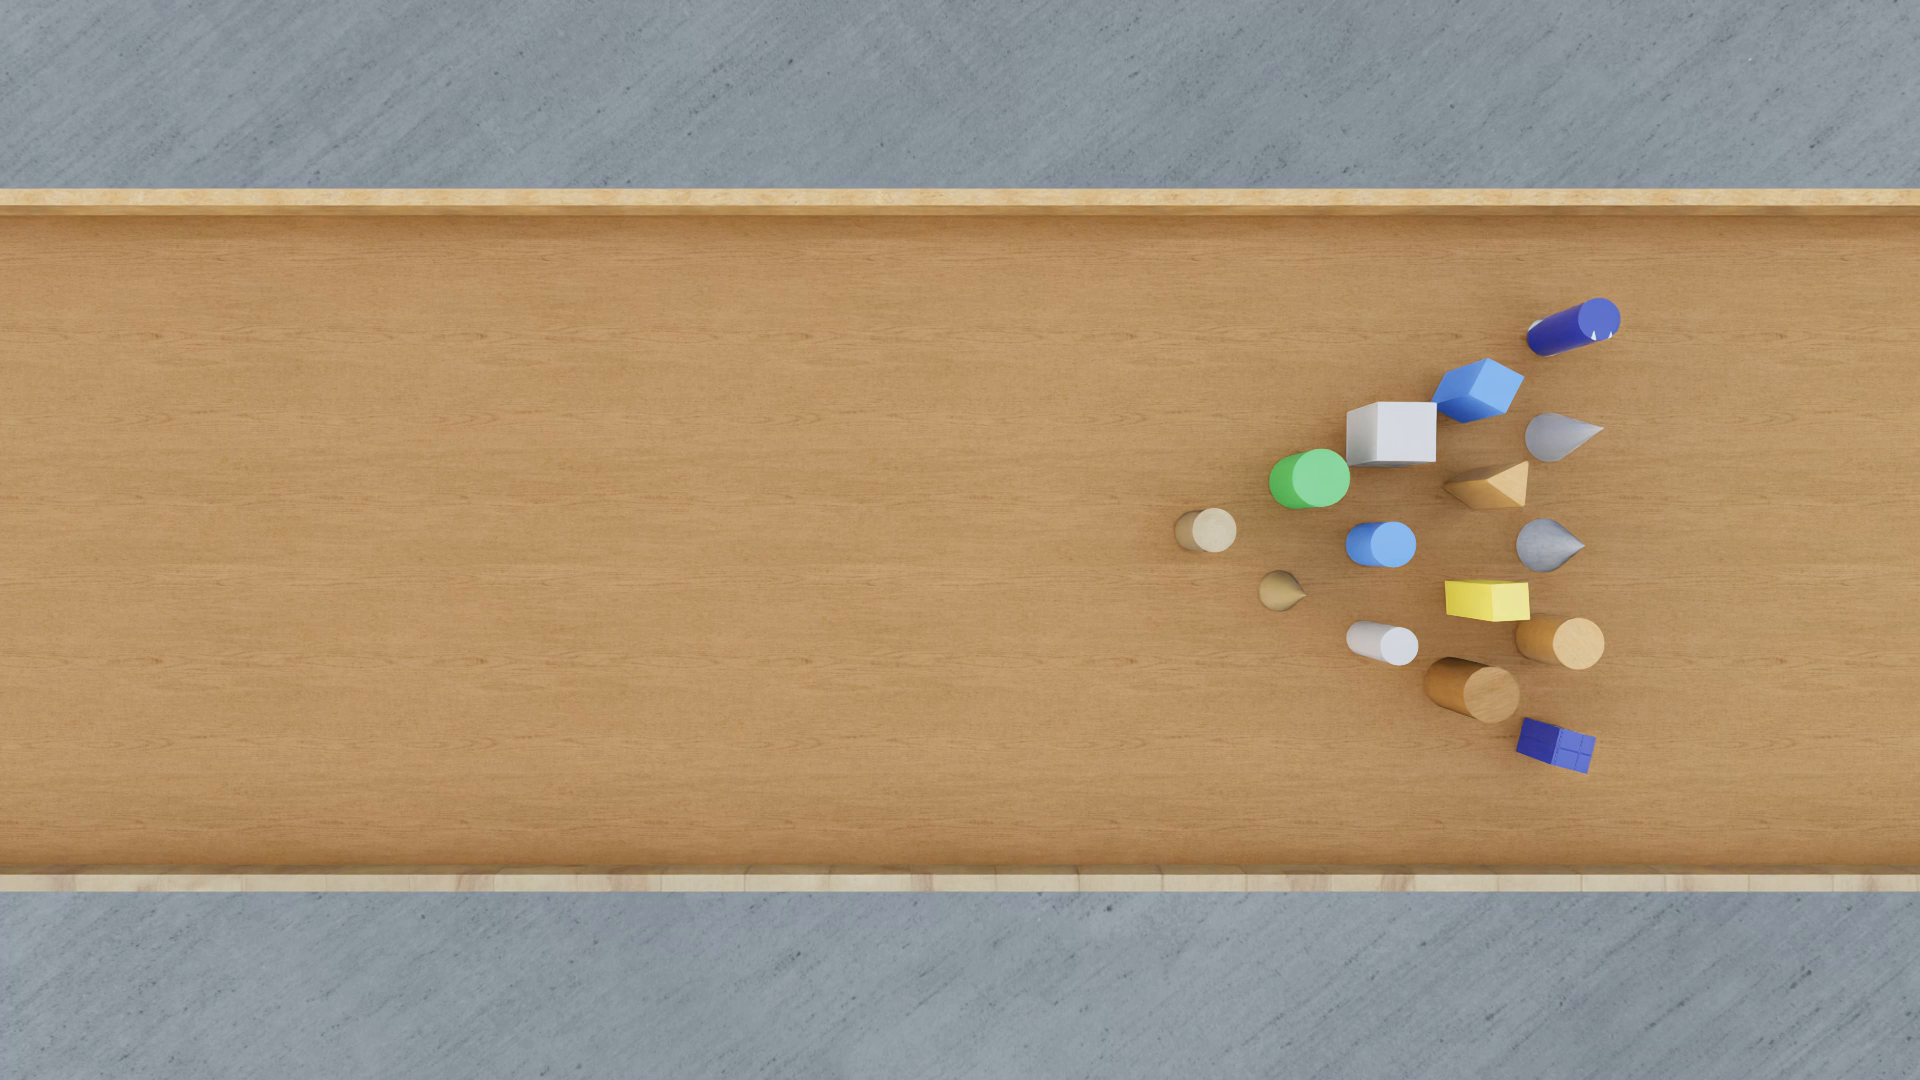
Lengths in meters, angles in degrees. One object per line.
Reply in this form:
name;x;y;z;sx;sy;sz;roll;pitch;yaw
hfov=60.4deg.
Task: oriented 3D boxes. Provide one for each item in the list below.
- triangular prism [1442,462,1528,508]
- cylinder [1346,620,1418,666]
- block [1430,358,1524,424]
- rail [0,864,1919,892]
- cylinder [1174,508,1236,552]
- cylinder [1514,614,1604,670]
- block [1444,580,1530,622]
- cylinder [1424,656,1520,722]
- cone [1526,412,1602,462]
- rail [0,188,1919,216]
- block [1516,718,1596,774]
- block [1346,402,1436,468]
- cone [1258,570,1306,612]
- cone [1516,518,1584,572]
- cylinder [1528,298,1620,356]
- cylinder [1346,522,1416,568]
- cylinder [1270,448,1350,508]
triangular prism;1.565;-0.176;4.856;0.126;0.440;0.109;35;90;0
cylinder;1.243;0.301;4.871;0.108;0.411;0.108;0;90;0
block;1.520;-0.438;4.875;0.117;0.403;0.117;28;90;0
rail;-2.247;1.025;5.001;12.000;0.150;0.050;0;90;0
cylinder;0.723;-0.028;4.881;0.126;0.391;0.126;0;90;0
cylinder;1.781;0.299;4.912;0.148;0.329;0.148;0;90;0
block;1.547;0.175;4.855;0.103;0.443;0.103;-3;90;0
cylinder;1.510;0.440;4.881;0.160;0.391;0.160;0;90;0
cone;1.816;-0.316;4.862;0.153;0.430;0.153;0;90;0
rail;-2.247;-1.025;5.002;12.000;0.150;0.050;0;90;0
block;1.777;0.611;4.926;0.108;0.300;0.108;14;90;0
block;1.273;-0.309;4.888;0.167;0.378;0.167;1;90;0
cone;0.982;0.157;4.876;0.128;0.401;0.128;0;90;0
cone;1.796;0.016;4.905;0.166;0.342;0.166;0;90;0
cylinder;1.805;-0.624;4.867;0.120;0.419;0.120;0;90;0
cylinder;1.253;0.013;4.922;0.132;0.309;0.132;0;90;0
cylinder;1.035;-0.179;4.901;0.166;0.352;0.166;0;90;0
